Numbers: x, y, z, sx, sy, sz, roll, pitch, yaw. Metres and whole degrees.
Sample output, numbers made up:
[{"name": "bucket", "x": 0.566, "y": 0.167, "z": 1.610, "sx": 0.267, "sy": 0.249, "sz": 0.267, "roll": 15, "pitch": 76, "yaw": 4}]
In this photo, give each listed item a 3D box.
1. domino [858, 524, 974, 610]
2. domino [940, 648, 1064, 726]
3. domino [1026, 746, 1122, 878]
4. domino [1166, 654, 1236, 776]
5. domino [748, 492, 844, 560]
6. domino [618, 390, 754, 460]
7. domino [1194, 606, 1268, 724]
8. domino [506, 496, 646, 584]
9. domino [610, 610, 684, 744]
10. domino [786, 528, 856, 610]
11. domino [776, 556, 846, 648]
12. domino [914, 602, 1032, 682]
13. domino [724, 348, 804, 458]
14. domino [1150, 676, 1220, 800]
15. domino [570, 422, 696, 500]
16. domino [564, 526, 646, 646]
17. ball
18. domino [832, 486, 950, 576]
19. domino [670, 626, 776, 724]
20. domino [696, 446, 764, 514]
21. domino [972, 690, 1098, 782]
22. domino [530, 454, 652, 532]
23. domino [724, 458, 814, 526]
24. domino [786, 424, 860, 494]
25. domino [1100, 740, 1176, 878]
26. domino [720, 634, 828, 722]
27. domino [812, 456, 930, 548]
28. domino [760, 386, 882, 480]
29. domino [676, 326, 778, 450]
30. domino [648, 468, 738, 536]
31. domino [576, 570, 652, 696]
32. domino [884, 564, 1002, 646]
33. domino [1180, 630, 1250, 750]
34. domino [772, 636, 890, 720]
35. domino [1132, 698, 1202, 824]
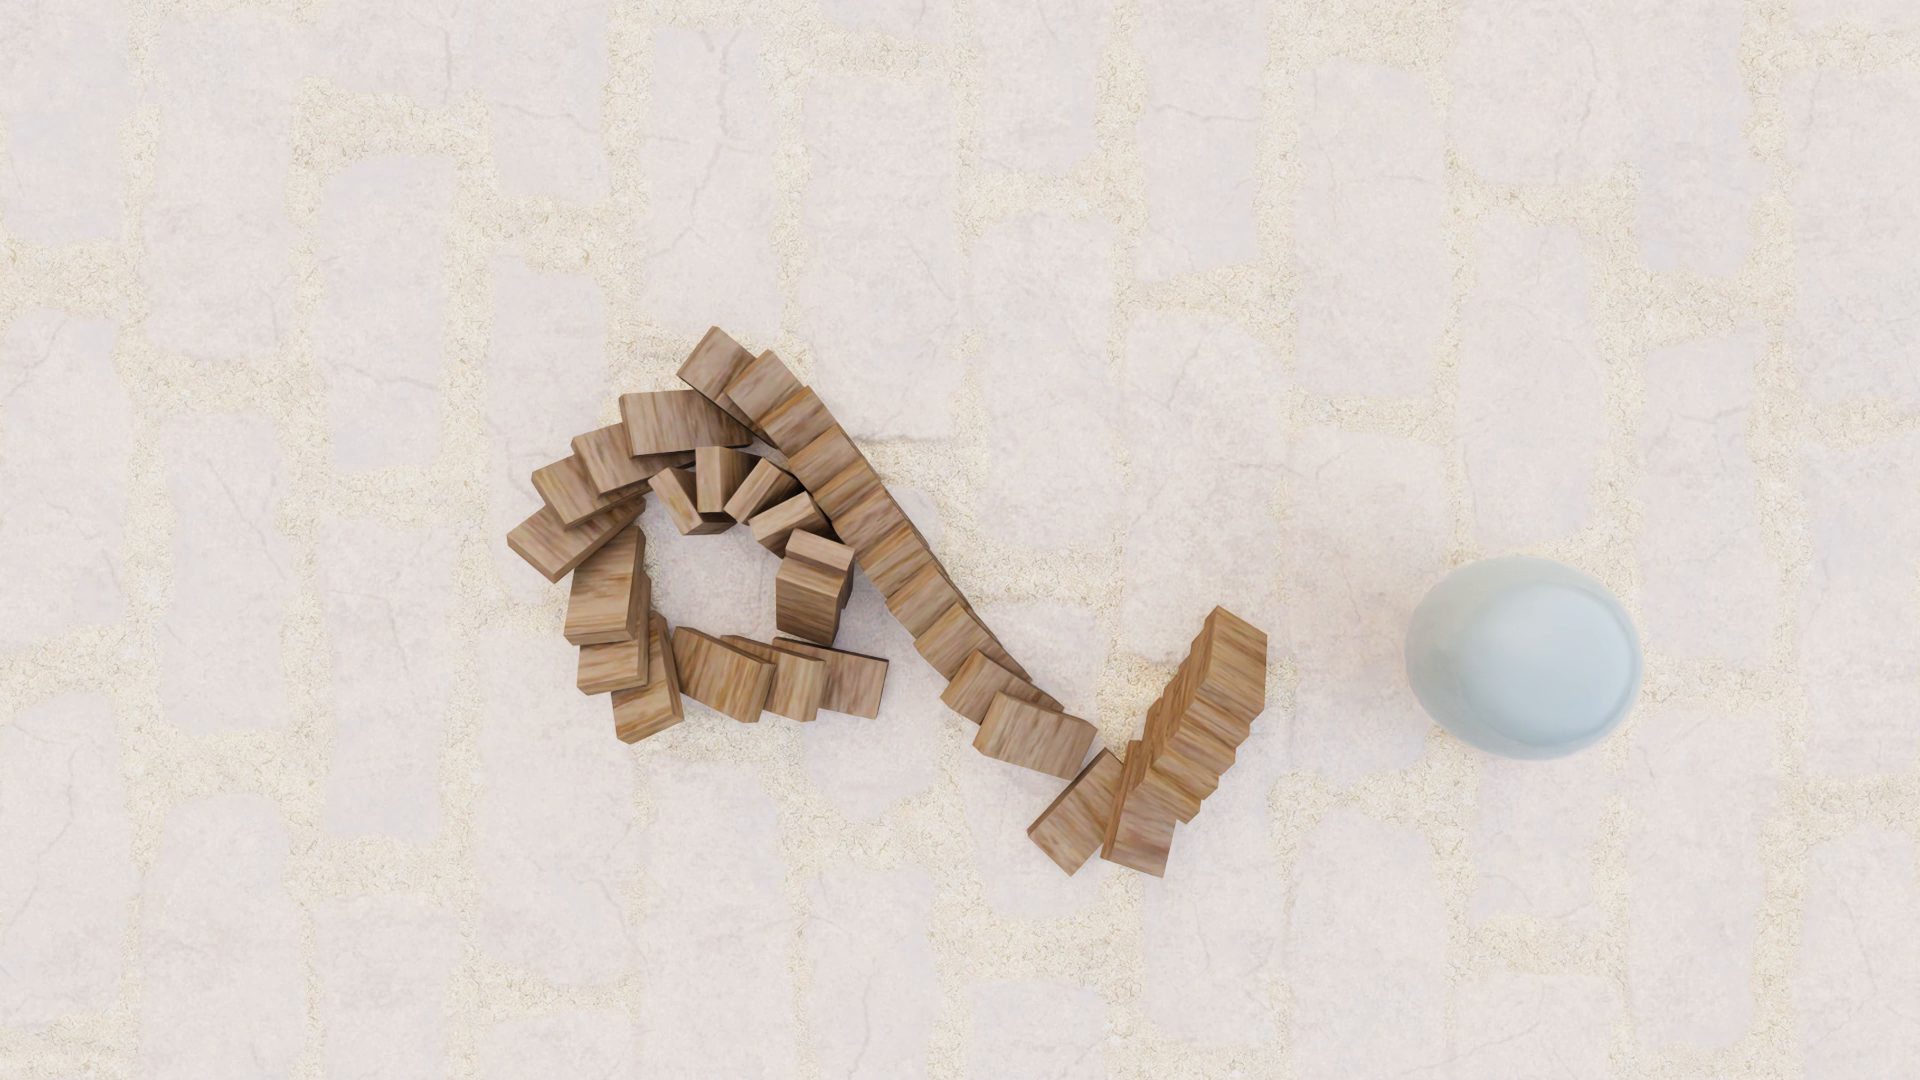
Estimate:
[{"name": "domino", "x": -0.018, "y": 0.019, "z": 0.382, "sx": 0.025, "sy": 0.010, "sz": 0.050, "roll": -37, "pitch": 125, "yaw": 0}, {"name": "domino", "x": 0.018, "y": 0.068, "z": 0.383, "sx": 0.050, "sy": 0.009, "sz": 0.025, "roll": 36, "pitch": 90, "yaw": -31}, {"name": "domino", "x": 0.055, "y": 0.117, "z": 0.395, "sx": 0.025, "sy": 0.009, "sz": 0.050, "roll": 43, "pitch": 90, "yaw": 0}, {"name": "domino", "x": 0.101, "y": 0.070, "z": 0.377, "sx": 0.025, "sy": 0.050, "sz": 0.009, "roll": 31, "pitch": 125, "yaw": 0}, {"name": "domino", "x": -0.065, "y": -0.003, "z": 0.375, "sx": 0.025, "sy": 0.050, "sz": 0.010, "roll": -27, "pitch": 74, "yaw": 0}, {"name": "domino", "x": -0.114, "y": -0.049, "z": 0.383, "sx": 0.050, "sy": 0.010, "sz": 0.025, "roll": -10, "pitch": 90, "yaw": -32}, {"name": "domino", "x": 0.112, "y": 0.050, "z": 0.377, "sx": 0.025, "sy": 0.050, "sz": 0.010, "roll": 31, "pitch": 125, "yaw": 0}, {"name": "domino", "x": -0.159, "y": -0.007, "z": 0.381, "sx": 0.025, "sy": 0.010, "sz": 0.050, "roll": 39, "pitch": 54, "yaw": 3}, {"name": "domino", "x": -0.132, "y": 0.057, "z": 0.382, "sx": 0.025, "sy": 0.009, "sz": 0.050, "roll": -24, "pitch": 58, "yaw": 3}, {"name": "domino", "x": -0.057, "y": 0.013, "z": 0.375, "sx": 0.025, "sy": 0.050, "sz": 0.009, "roll": 20, "pitch": 67, "yaw": 0}, {"name": "domino", "x": -0.062, "y": 0.026, "z": 0.376, "sx": 0.025, "sy": 0.050, "sz": 0.009, "roll": 19, "pitch": 59, "yaw": 0}, {"name": "domino", "x": 0.006, "y": 0.051, "z": 0.383, "sx": 0.025, "sy": 0.010, "sz": 0.050, "roll": -43, "pitch": 122, "yaw": 0}, {"name": "domino", "x": -0.071, "y": -0.052, "z": 0.382, "sx": 0.025, "sy": 0.009, "sz": 0.050, "roll": -44, "pitch": 122, "yaw": -5}, {"name": "domino", "x": 0.094, "y": 0.080, "z": 0.377, "sx": 0.025, "sy": 0.050, "sz": 0.009, "roll": 31, "pitch": 125, "yaw": 0}, {"name": "domino", "x": -0.132, "y": -0.038, "z": 0.382, "sx": 0.050, "sy": 0.009, "sz": 0.025, "roll": -26, "pitch": 89, "yaw": -33}, {"name": "domino", "x": -0.148, "y": 0.018, "z": 0.382, "sx": 0.025, "sy": 0.010, "sz": 0.050, "roll": -6, "pitch": 57, "yaw": 0}, {"name": "ball", "x": 0.219, "y": 0.046, "z": 0.360, "sx": 0.080, "sy": 0.080, "sz": 0.080, "roll": 0, "pitch": 90, "yaw": 0}, {"name": "domino", "x": -0.028, "y": 0.004, "z": 0.380, "sx": 0.025, "sy": 0.010, "sz": 0.050, "roll": -37, "pitch": 125, "yaw": 0}, {"name": "domino", "x": -0.102, "y": 0.056, "z": 0.384, "sx": 0.050, "sy": 0.009, "sz": 0.025, "roll": 17, "pitch": 90, "yaw": 29}, {"name": "domino", "x": -0.093, "y": -0.023, "z": 0.375, "sx": 0.009, "sy": 0.050, "sz": 0.025, "roll": -2, "pitch": 90, "yaw": 8}, {"name": "domino", "x": 0.032, "y": 0.082, "z": 0.383, "sx": 0.050, "sy": 0.009, "sz": 0.025, "roll": 24, "pitch": 93, "yaw": -31}, {"name": "domino", "x": -0.148, "y": -0.026, "z": 0.382, "sx": 0.050, "sy": 0.010, "sz": 0.025, "roll": -32, "pitch": 88, "yaw": -34}, {"name": "domino", "x": -0.076, "y": -0.016, "z": 0.375, "sx": 0.009, "sy": 0.050, "sz": 0.025, "roll": 38, "pitch": 90, "yaw": 10}, {"name": "domino", "x": -0.046, "y": -0.021, "z": 0.382, "sx": 0.025, "sy": 0.009, "sz": 0.050, "roll": -37, "pitch": 125, "yaw": 0}, {"name": "domino", "x": 0.078, "y": 0.112, "z": 0.383, "sx": 0.025, "sy": 0.009, "sz": 0.050, "roll": 22, "pitch": 73, "yaw": -12}, {"name": "domino", "x": -0.081, "y": 0.057, "z": 0.384, "sx": 0.050, "sy": 0.010, "sz": 0.025, "roll": 11, "pitch": 89, "yaw": 28}, {"name": "domino", "x": -0.036, "y": -0.008, "z": 0.382, "sx": 0.025, "sy": 0.010, "sz": 0.050, "roll": -37, "pitch": 125, "yaw": 0}, {"name": "domino", "x": -0.057, "y": -0.037, "z": 0.382, "sx": 0.025, "sy": 0.009, "sz": 0.050, "roll": -38, "pitch": 122, "yaw": -3}, {"name": "domino", "x": -0.089, "y": -0.063, "z": 0.382, "sx": 0.050, "sy": 0.010, "sz": 0.025, "roll": 39, "pitch": 83, "yaw": -32}, {"name": "domino", "x": -0.108, "y": -0.015, "z": 0.375, "sx": 0.009, "sy": 0.050, "sz": 0.025, "roll": -32, "pitch": 90, "yaw": 2}, {"name": "domino", "x": -0.144, "y": 0.038, "z": 0.382, "sx": 0.025, "sy": 0.009, "sz": 0.050, "roll": -11, "pitch": 57, "yaw": 2}, {"name": "domino", "x": -0.006, "y": 0.035, "z": 0.382, "sx": 0.025, "sy": 0.009, "sz": 0.050, "roll": -40, "pitch": 123, "yaw": 0}, {"name": "domino", "x": 0.106, "y": 0.060, "z": 0.377, "sx": 0.025, "sy": 0.050, "sz": 0.009, "roll": 31, "pitch": 125, "yaw": 0}, {"name": "domino", "x": -0.058, "y": 0.059, "z": 0.395, "sx": 0.050, "sy": 0.010, "sz": 0.025, "roll": 12, "pitch": 90, "yaw": 0}, {"name": "domino", "x": 0.087, "y": 0.090, "z": 0.377, "sx": 0.025, "sy": 0.050, "sz": 0.010, "roll": 31, "pitch": 125, "yaw": 0}]
